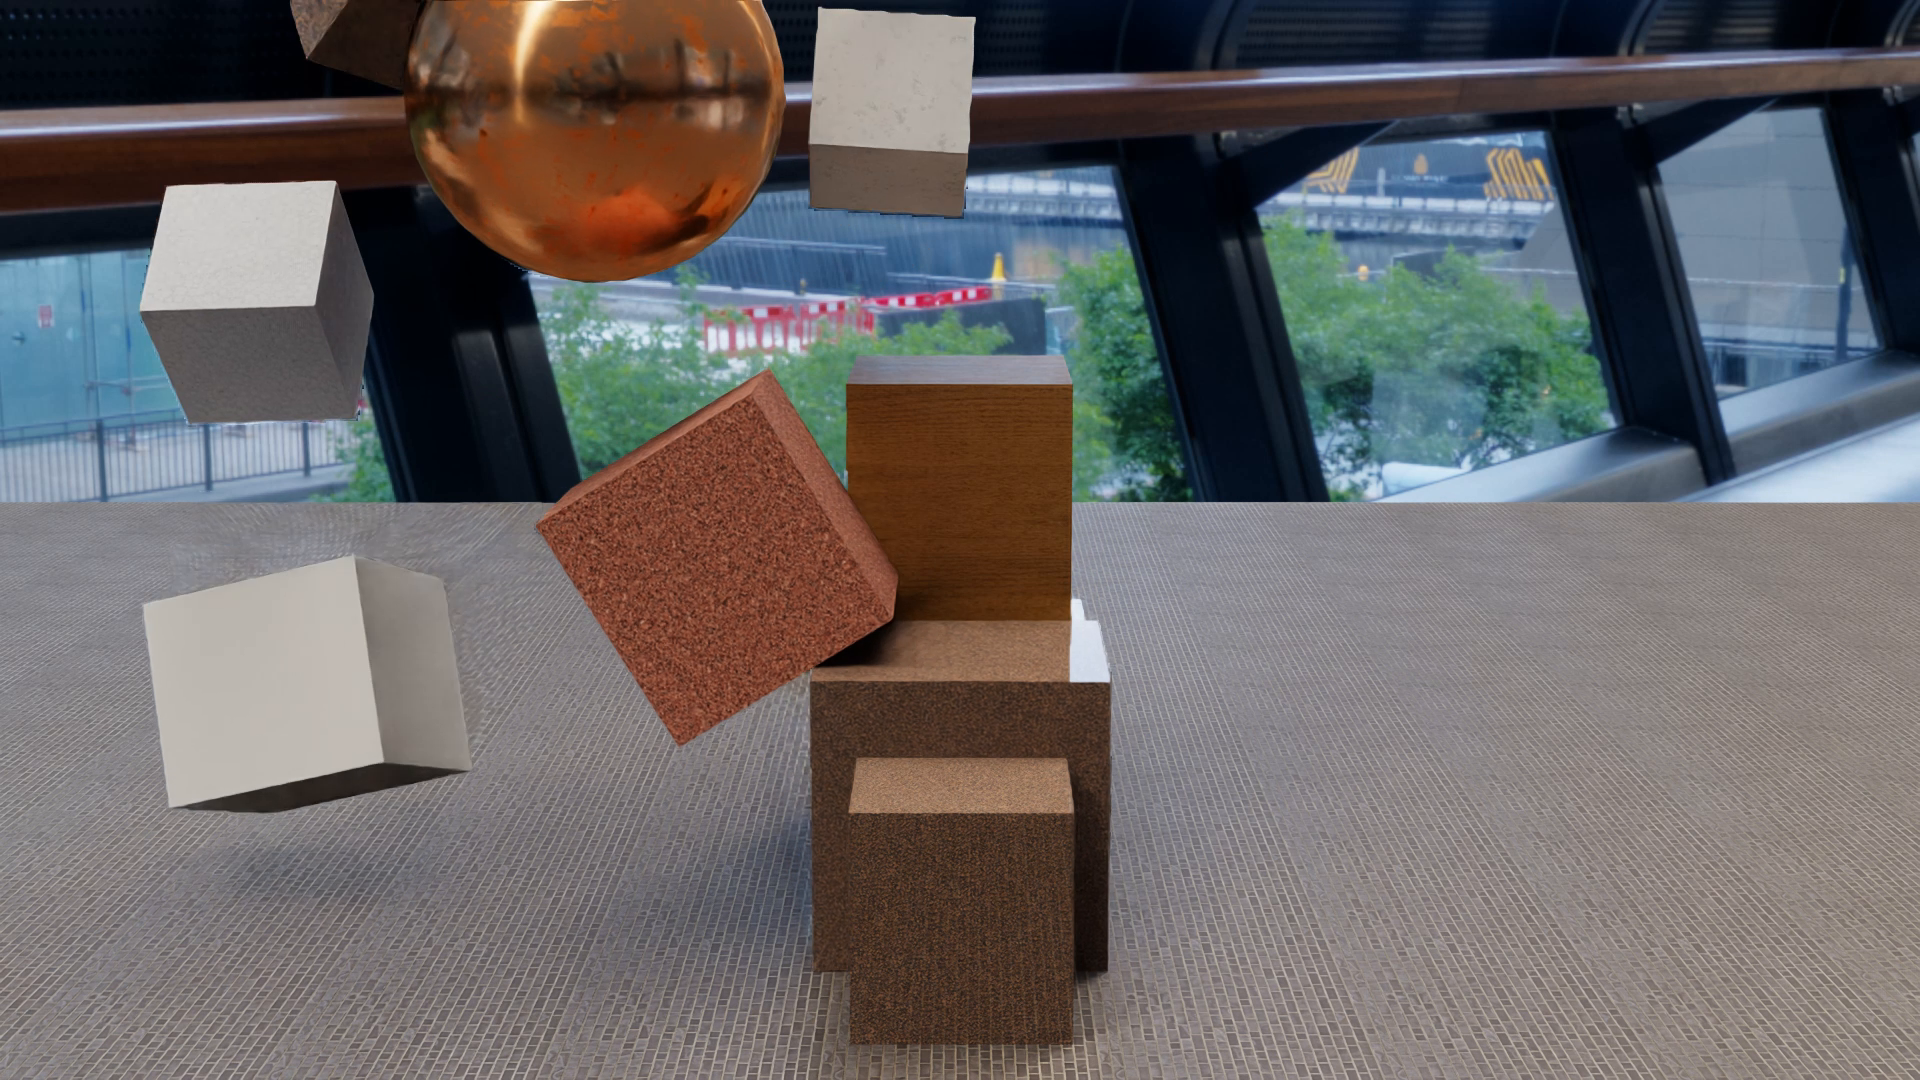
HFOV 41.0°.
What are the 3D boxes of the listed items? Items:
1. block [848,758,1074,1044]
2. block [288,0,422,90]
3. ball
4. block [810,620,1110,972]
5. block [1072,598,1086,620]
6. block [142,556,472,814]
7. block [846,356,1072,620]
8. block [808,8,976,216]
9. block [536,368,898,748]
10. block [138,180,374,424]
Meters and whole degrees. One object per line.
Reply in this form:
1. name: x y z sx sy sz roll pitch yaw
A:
1. block: 0.007 1.348 9.696 0.816 0.878 0.764 0 10 0
2. block: -2.451 -2.577 11.435 0.736 0.852 0.718 13 44 -44
3. ball: -1.536 -1.891 10.837 1.600 1.600 1.600 0 10 0
4. block: 0.005 1.029 10.606 1.166 1.181 1.130 0 10 0
5. block: 0.013 0.893 11.744 1.123 1.041 1.125 0 10 0
6. block: -2.878 0.664 11.380 1.006 0.897 0.904 -13 -10 11
7. block: 0.000 -0.202 11.634 0.970 1.151 1.127 0 10 0
8. block: -0.317 -1.972 11.870 0.714 0.691 0.644 3 -19 -2
9. block: -0.966 0.046 10.581 1.000 1.053 0.956 -31 9 5
10. block: -3.016 -1.022 11.086 0.729 0.760 0.698 -2 55 1
